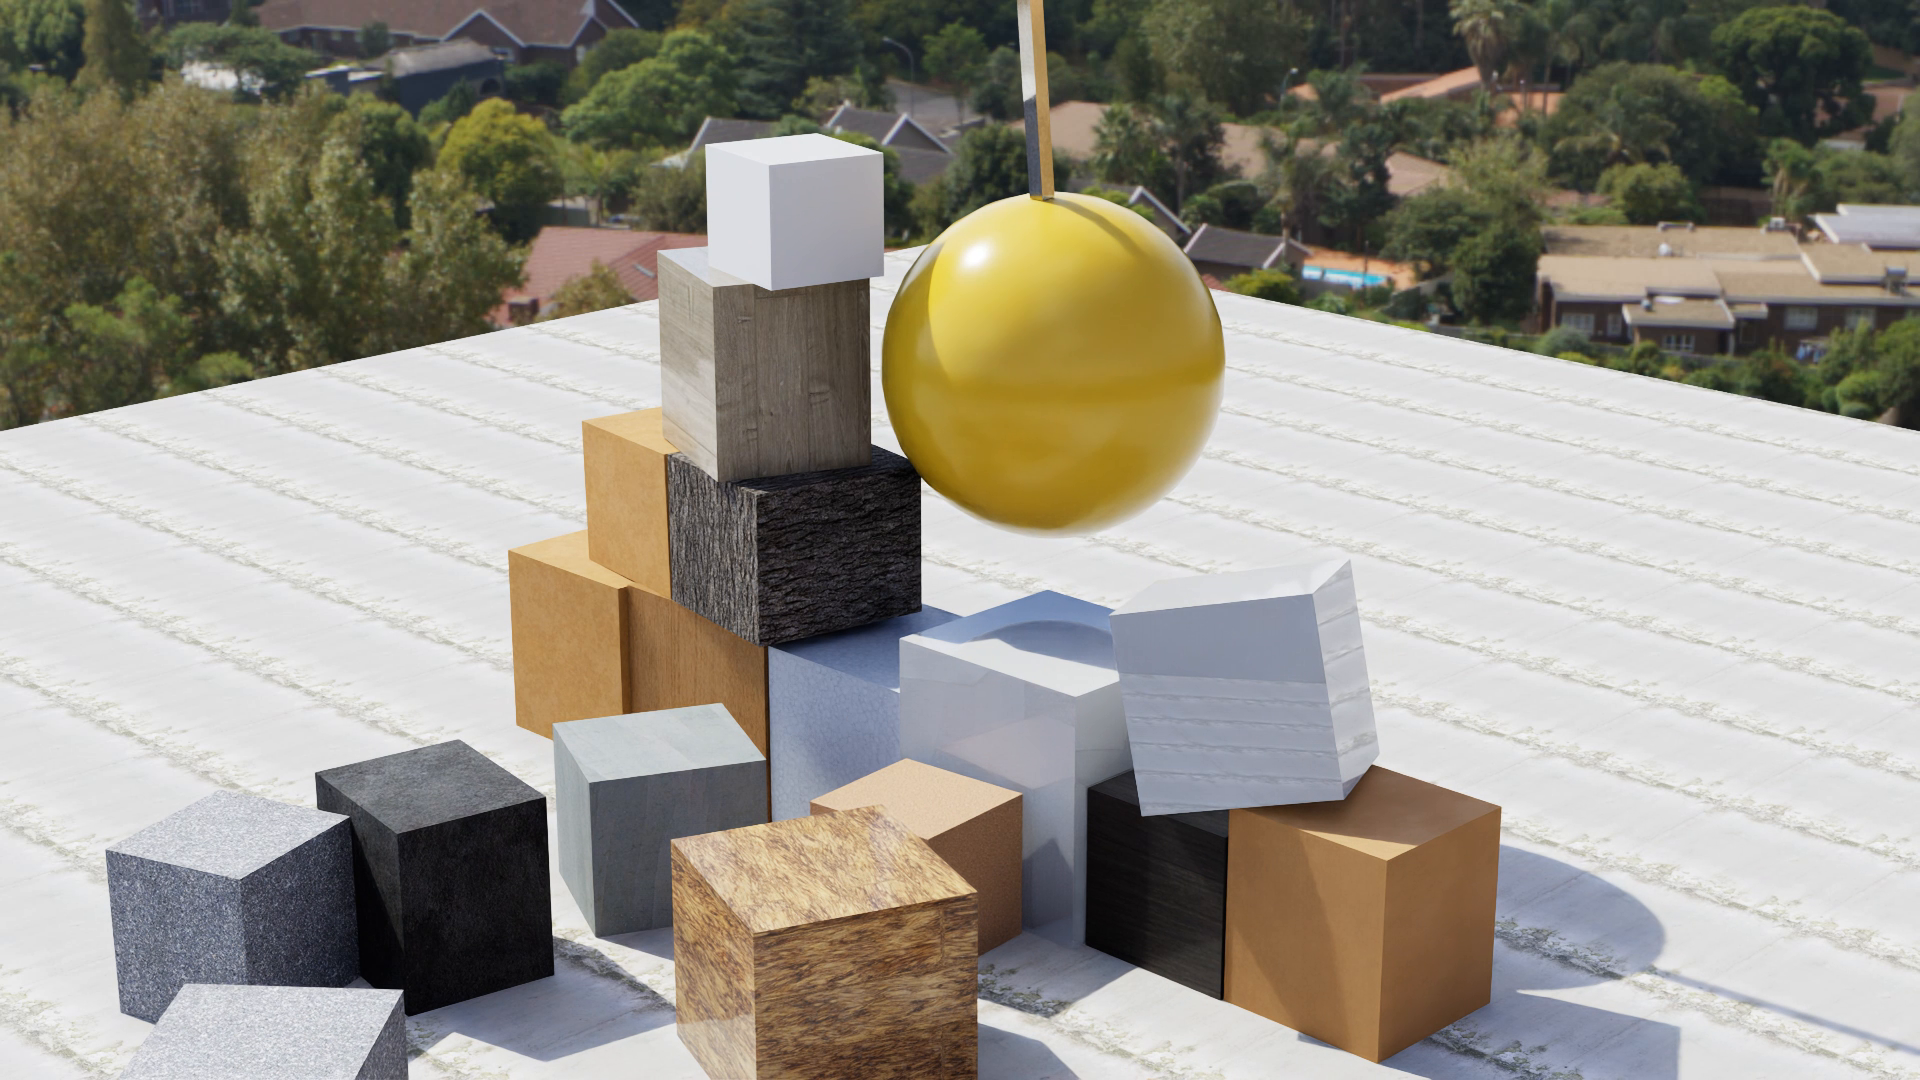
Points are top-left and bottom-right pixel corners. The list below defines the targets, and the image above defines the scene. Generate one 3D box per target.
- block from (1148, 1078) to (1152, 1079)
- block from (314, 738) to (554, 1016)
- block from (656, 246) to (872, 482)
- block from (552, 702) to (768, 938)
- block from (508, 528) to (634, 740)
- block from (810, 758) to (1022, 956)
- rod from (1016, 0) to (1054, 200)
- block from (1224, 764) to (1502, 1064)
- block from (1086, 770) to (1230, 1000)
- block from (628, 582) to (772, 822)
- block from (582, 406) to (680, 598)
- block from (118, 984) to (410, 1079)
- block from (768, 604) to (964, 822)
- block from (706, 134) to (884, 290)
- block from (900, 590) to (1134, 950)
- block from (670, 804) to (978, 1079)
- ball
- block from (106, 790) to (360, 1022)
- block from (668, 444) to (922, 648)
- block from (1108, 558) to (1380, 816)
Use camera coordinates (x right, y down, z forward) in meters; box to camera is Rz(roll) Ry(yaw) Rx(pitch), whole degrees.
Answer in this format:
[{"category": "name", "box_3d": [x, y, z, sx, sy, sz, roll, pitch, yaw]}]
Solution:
[{"category": "block", "box_3d": [0.788, 2.302, 10.047, 0.556, 0.583, 0.661, 7, 19, 22]}, {"category": "block", "box_3d": [-2.234, 1.419, 12.468, 0.676, 0.817, 0.814, -12, 21, -34]}, {"category": "block", "box_3d": [-0.930, -0.867, 13.883, 0.759, 0.918, 0.858, -7, 19, -21]}, {"category": "block", "box_3d": [-1.347, 1.245, 13.167, 0.790, 0.730, 0.750, -6, 18, -19]}, {"category": "block", "box_3d": [-1.629, 0.493, 15.176, 1.034, 0.960, 0.896, -17, 24, -42]}, {"category": "block", "box_3d": [-0.187, 1.423, 12.716, 0.657, 0.660, 0.642, 14, 22, 37]}, {"category": "rod", "box_3d": [0.186, -3.959, 12.292, 0.080, 5.200, 0.080, 17, 30, 42]}, {"category": "block", "box_3d": [1.654, 1.504, 12.090, 0.770, 0.881, 0.798, -17, 24, -42]}, {"category": "block", "box_3d": [1.102, 1.404, 12.649, 0.810, 0.736, 0.762, -17, 24, -42]}, {"category": "block", "box_3d": [-0.928, 0.686, 14.543, 0.989, 0.971, 1.013, -17, 24, -42]}, {"category": "block", "box_3d": [-1.308, -0.230, 14.631, 0.824, 0.725, 0.822, -13, 20, -33]}, {"category": "block", "box_3d": [-2.446, 2.104, 10.387, 0.807, 0.757, 0.801, 1, 17, 3]}, {"category": "block", "box_3d": [-0.250, 0.922, 13.902, 0.948, 0.905, 0.888, -17, 24, -42]}, {"category": "block", "box_3d": [-0.759, -1.515, 13.467, 0.585, 0.568, 0.622, -10, 20, -30]}, {"category": "block", "box_3d": [0.449, 1.003, 13.204, 1.058, 1.168, 0.972, 16, 24, 42]}, {"category": "block", "box_3d": [-0.542, 1.680, 11.562, 0.911, 0.863, 0.954, -8, 19, -23]}, {"category": "ball", "box_3d": [0.429, -0.805, 13.538, 1.600, 1.600, 1.600, 0, 17, 0]}, {"category": "block", "box_3d": [-3.008, 1.554, 12.177, 0.685, 0.733, 0.712, 8, 19, 25]}, {"category": "block", "box_3d": [-0.787, -0.034, 13.989, 0.901, 0.734, 0.825, -12, 21, -33]}, {"category": "block", "box_3d": [1.191, 0.606, 12.163, 0.851, 0.846, 0.737, -7, 8, 20]}]
